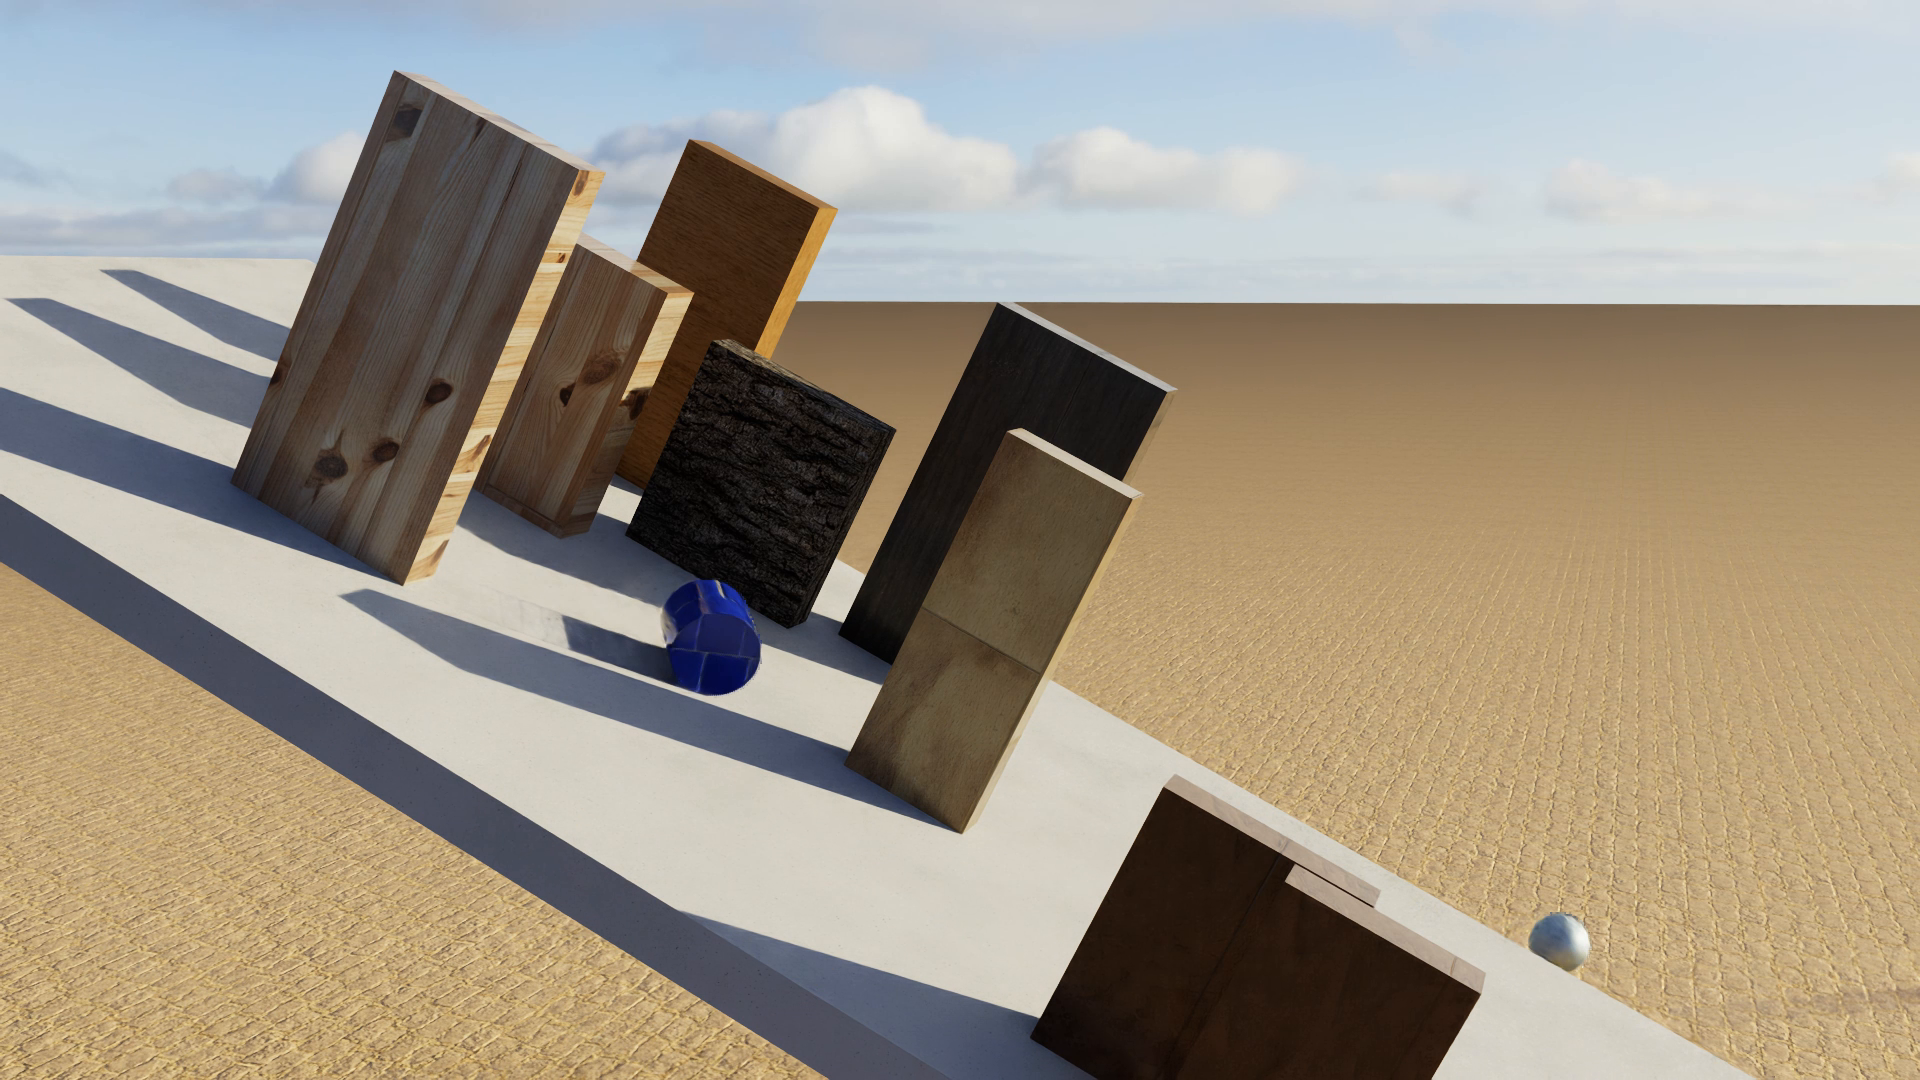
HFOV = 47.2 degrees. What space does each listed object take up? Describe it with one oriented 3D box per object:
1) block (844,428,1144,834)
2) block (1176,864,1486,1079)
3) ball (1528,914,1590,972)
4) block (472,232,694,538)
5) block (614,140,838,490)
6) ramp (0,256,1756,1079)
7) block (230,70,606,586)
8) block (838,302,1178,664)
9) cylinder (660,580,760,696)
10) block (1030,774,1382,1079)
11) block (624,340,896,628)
[{"bbox_3d":[0.056,0.164,3.925,0.252,0.685,0.093,29,14,12],"label":"block"},{"bbox_3d":[0.473,0.731,3.027,0.293,0.477,0.094,29,14,12],"label":"block"},{"bbox_3d":[1.590,1.071,5.834,0.155,0.155,0.155,0,7,0],"label":"ball"},{"bbox_3d":[-0.860,-0.355,4.465,0.447,0.551,0.125,29,14,12],"label":"block"},{"bbox_3d":[-0.597,-0.482,4.974,0.343,0.756,0.119,29,14,12],"label":"block"},{"bbox_3d":[-0.241,0.405,4.158,4.000,0.100,2.000,29,14,12],"label":"ramp"},{"bbox_3d":[-0.948,-0.362,3.817,0.383,0.795,0.097,29,14,12],"label":"block"},{"bbox_3d":[0.094,-0.054,4.583,0.396,0.785,0.107,29,14,12],"label":"block"},{"bbox_3d":[-0.460,0.178,4.041,0.163,0.163,0.163,-2,22,-14],"label":"cylinder"},{"bbox_3d":[0.360,0.630,3.258,0.344,0.447,0.088,29,14,12],"label":"block"},{"bbox_3d":[-0.418,-0.119,4.587,0.409,0.459,0.104,29,14,12],"label":"block"}]
